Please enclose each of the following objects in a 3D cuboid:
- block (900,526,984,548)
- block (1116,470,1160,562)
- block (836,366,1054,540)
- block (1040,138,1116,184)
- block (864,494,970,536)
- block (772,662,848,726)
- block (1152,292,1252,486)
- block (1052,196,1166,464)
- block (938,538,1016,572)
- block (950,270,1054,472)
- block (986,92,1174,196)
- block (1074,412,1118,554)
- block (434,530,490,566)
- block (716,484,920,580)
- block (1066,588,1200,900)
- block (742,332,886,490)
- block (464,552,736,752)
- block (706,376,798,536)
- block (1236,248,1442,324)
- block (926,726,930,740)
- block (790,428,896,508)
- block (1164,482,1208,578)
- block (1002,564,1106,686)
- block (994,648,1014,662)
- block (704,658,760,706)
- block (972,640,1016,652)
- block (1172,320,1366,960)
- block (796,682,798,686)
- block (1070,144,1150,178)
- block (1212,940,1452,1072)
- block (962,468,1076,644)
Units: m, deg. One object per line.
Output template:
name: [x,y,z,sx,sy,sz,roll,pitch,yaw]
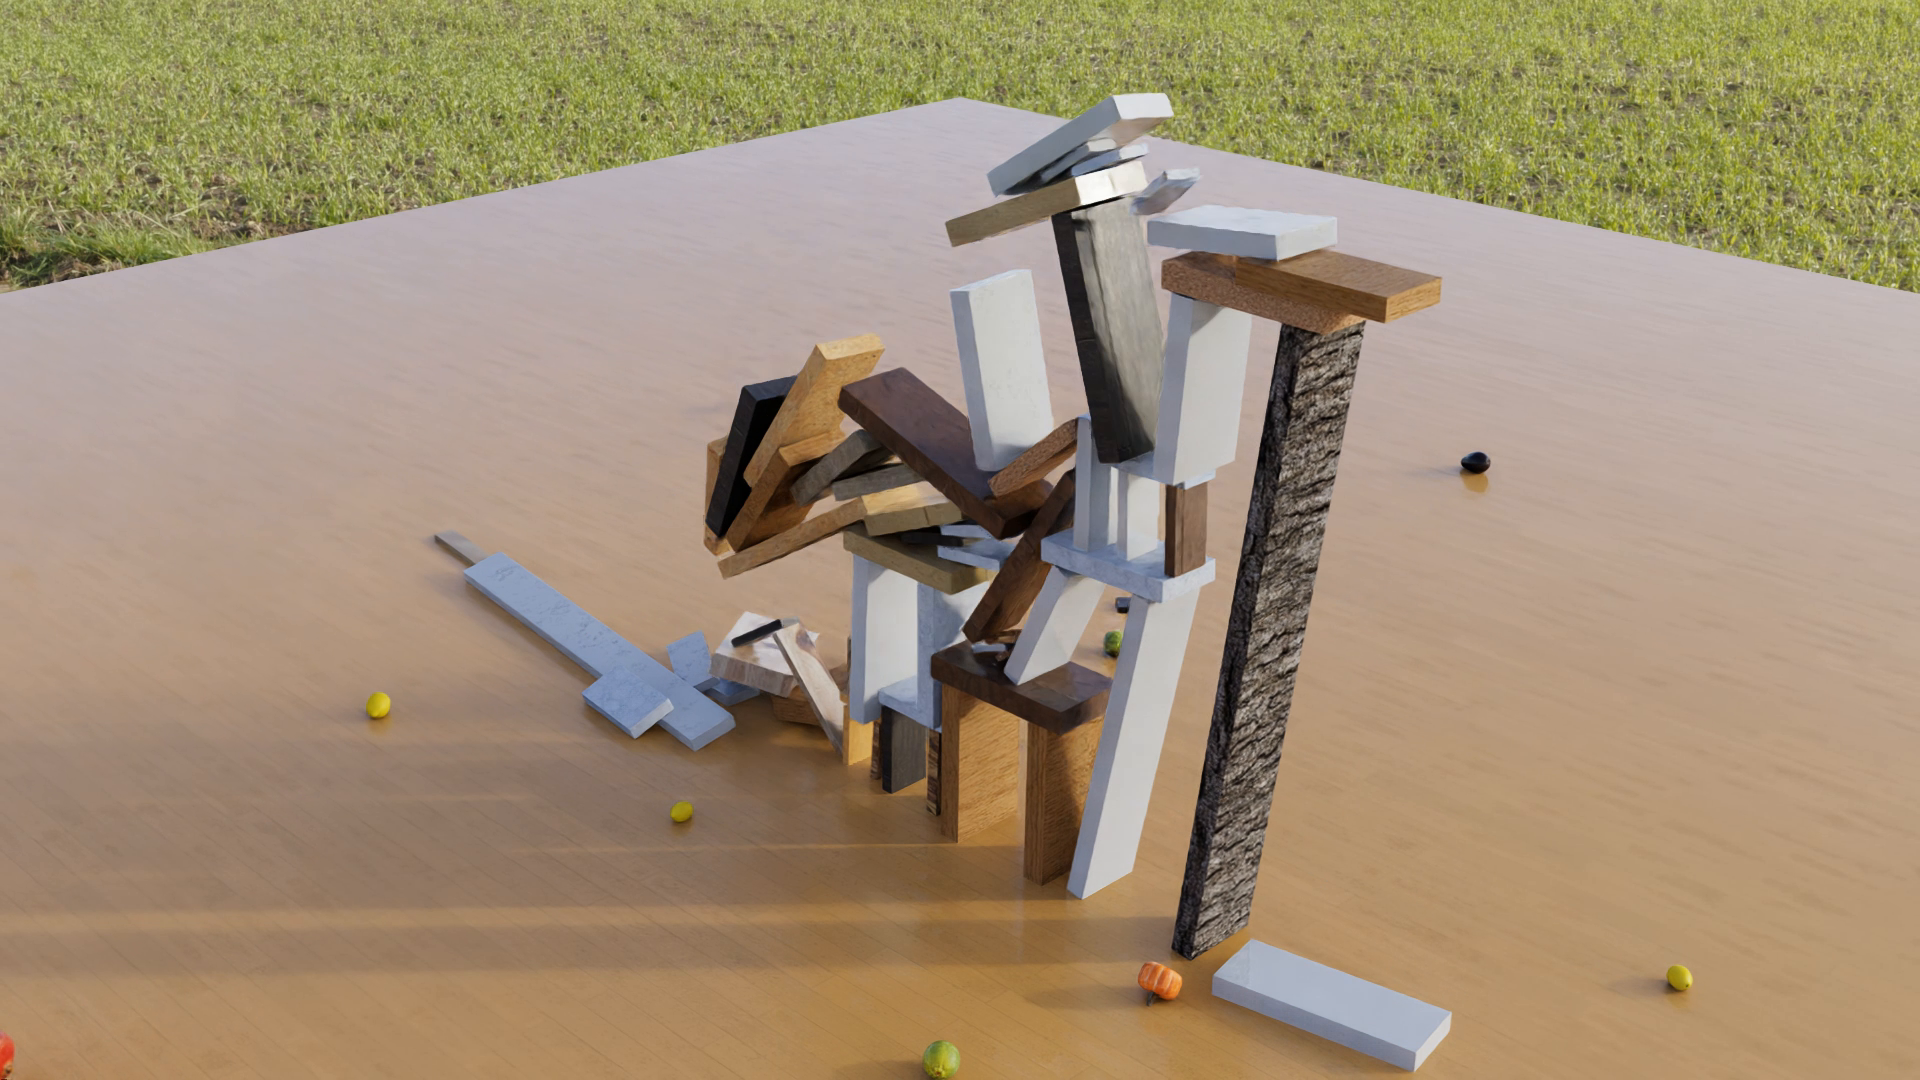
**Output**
block: [-0.027,-0.014,4.238,0.169,0.024,0.085,5,19,44]
block: [0.313,-0.054,3.865,0.083,0.166,0.023,-21,30,-40]
block: [-0.020,-0.170,4.163,0.164,0.046,0.458,-22,51,-41]
block: [0.200,-0.642,3.725,0.064,0.018,0.128,-16,-6,-40]
block: [-0.042,-0.059,4.238,0.142,0.040,0.283,-21,8,-40]
block: [-0.177,0.298,4.917,0.485,0.051,0.180,-23,18,-39]
block: [0.407,-0.269,3.668,0.164,0.328,0.047,-21,36,-41]
block: [0.271,-0.361,3.771,0.167,0.430,0.047,-22,14,-41]
block: [0.046,0.024,4.175,0.085,0.024,0.169,-21,24,-40]
block: [0.080,-0.310,4.005,0.047,0.334,0.167,8,23,44]
block: [0.203,-0.673,3.750,0.301,0.043,0.151,-25,-7,42]
block: [0.260,-0.113,3.897,0.125,0.250,0.035,-21,32,-39]
block: [-1.037,0.148,5.391,0.054,0.015,1.052,-17,28,-34]
block: [-0.301,-0.019,4.563,0.142,0.040,0.540,-21,-1,-41]
block: [0.316,0.367,4.042,0.143,0.674,0.041,-21,43,-41]
block: [-0.300,-0.258,4.465,0.151,0.410,0.043,-16,63,-40]
block: [-0.863,0.240,5.120,0.108,0.031,1.115,-31,35,-26]
block: [-0.410,-0.178,4.622,0.180,0.359,0.051,-16,49,-40]
block: [0.581,-0.400,3.391,0.142,0.040,0.283,-22,32,-40]
block: [-0.137,0.396,4.787,0.217,0.031,0.108,1,23,1]
block: [-0.201,-0.163,4.400,0.164,0.046,0.328,-22,-7,-33]
block: [0.390,-0.025,3.793,0.083,0.166,0.023,-21,29,-40]
block: [0.187,0.139,4.086,0.143,0.286,0.041,-21,56,-41]
block: [0.112,0.207,4.194,0.047,0.013,0.095,-21,-6,-40]
block: [-0.542,0.321,4.971,0.089,0.025,0.177,-19,30,-38]
block: [0.071,0.201,4.231,0.047,0.013,0.095,-21,8,-40]
block: [0.516,0.189,3.745,0.164,1.232,0.047,-21,39,-41]
block: [-0.443,0.301,4.927,0.177,0.025,0.089,19,15,10]
block: [0.250,-0.633,3.670,0.064,0.018,0.128,-18,4,-36]
block: [0.641,0.803,3.816,0.386,0.040,0.142,16,28,32]
block: [0.149,0.022,4.081,0.125,0.469,0.035,-21,63,-41]
